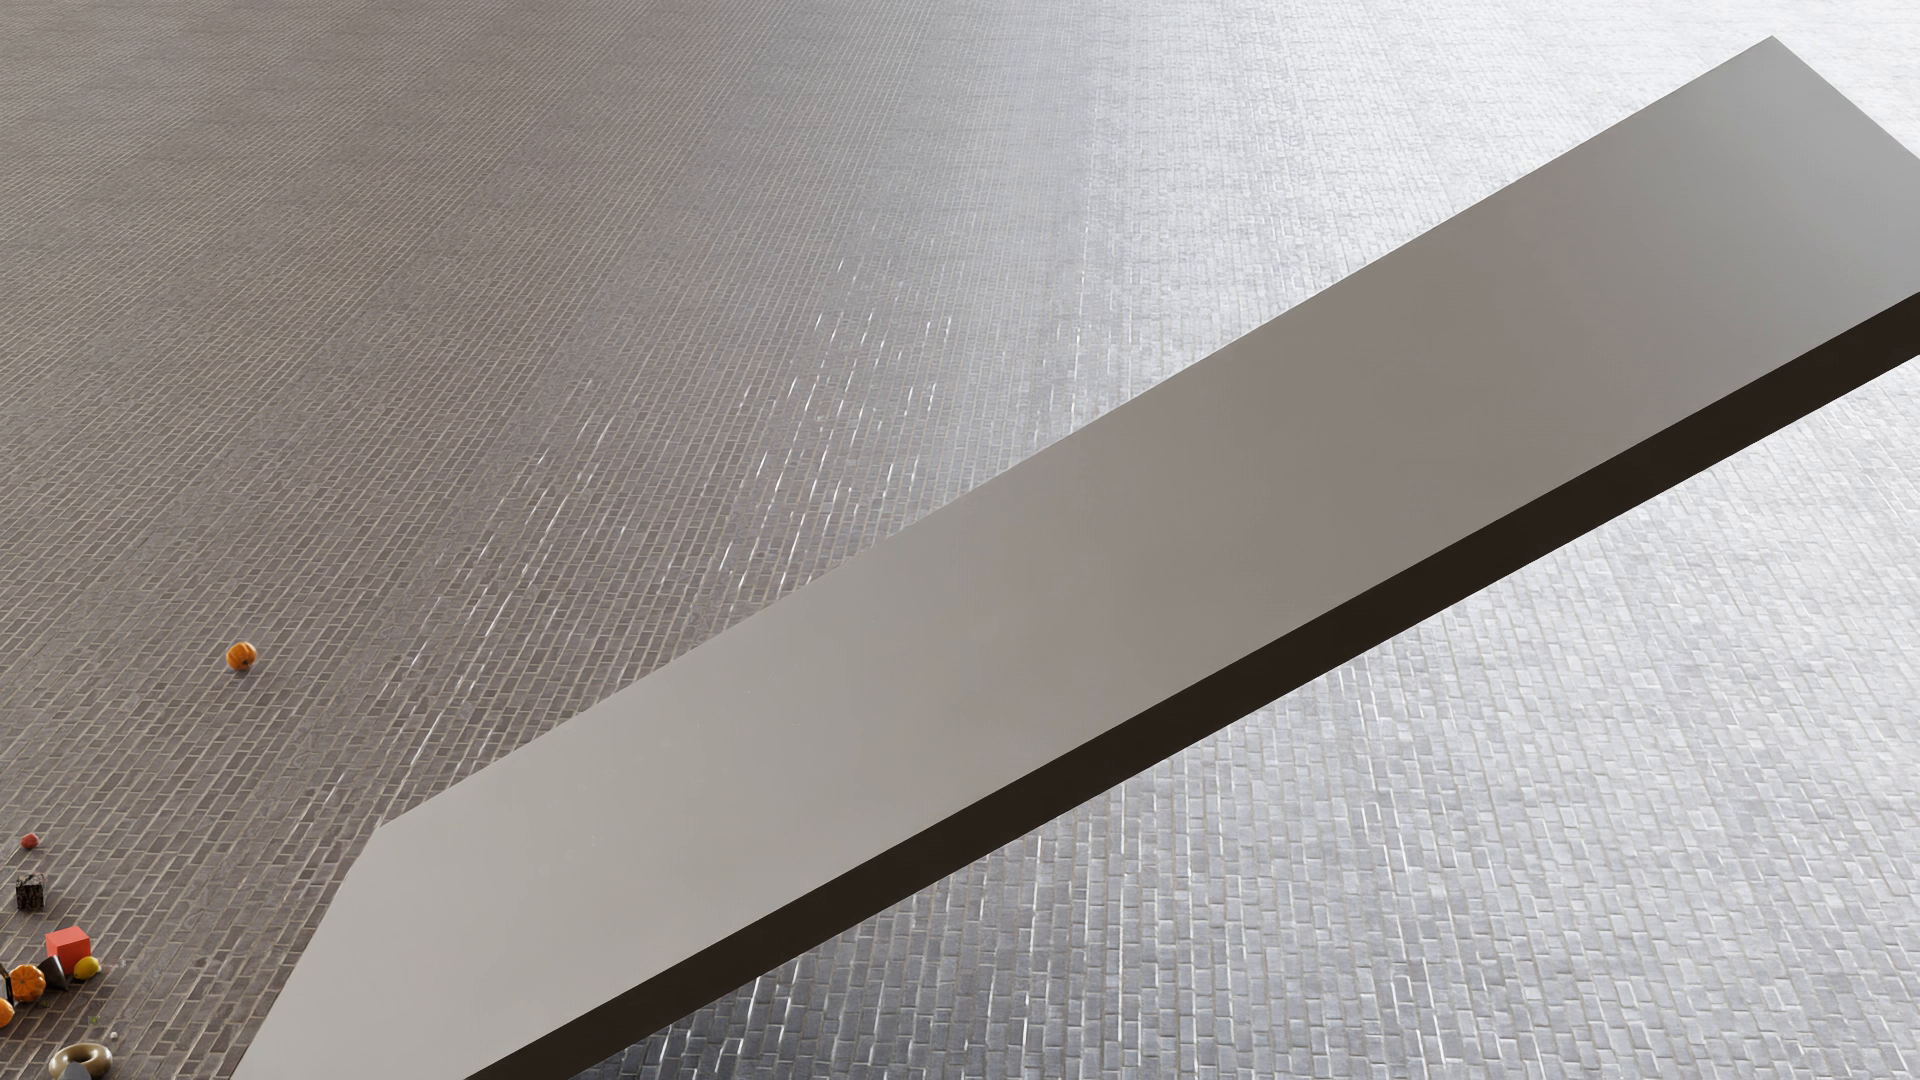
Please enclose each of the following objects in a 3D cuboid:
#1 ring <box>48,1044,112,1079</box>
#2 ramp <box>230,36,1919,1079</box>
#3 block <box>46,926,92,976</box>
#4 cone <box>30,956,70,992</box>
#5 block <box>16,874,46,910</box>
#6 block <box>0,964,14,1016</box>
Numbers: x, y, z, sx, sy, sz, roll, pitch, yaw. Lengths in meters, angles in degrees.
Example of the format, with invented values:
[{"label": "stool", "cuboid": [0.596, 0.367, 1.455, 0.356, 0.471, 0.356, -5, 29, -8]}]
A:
[{"label": "ring", "cuboid": [-1.985, 1.182, 6.640, 0.140, 0.047, 0.140, -1, 20, 0]}, {"label": "ramp", "cuboid": [0.141, 0.169, 6.289, 4.000, 0.100, 2.000, -29, 15, 13]}, {"label": "block", "cuboid": [-2.158, 0.995, 7.121, 0.080, 0.080, 0.080, -14, 24, -34]}, {"label": "cone", "cuboid": [-2.154, 1.052, 7.020, 0.086, 0.086, 0.086, 37, 33, 17]}, {"label": "block", "cuboid": [-2.351, 0.889, 7.444, 0.064, 0.064, 0.064, -4, 20, -11]}, {"label": "block", "cuboid": [-2.285, 1.062, 6.908, 0.094, 0.094, 0.094, -12, 23, -30]}]
